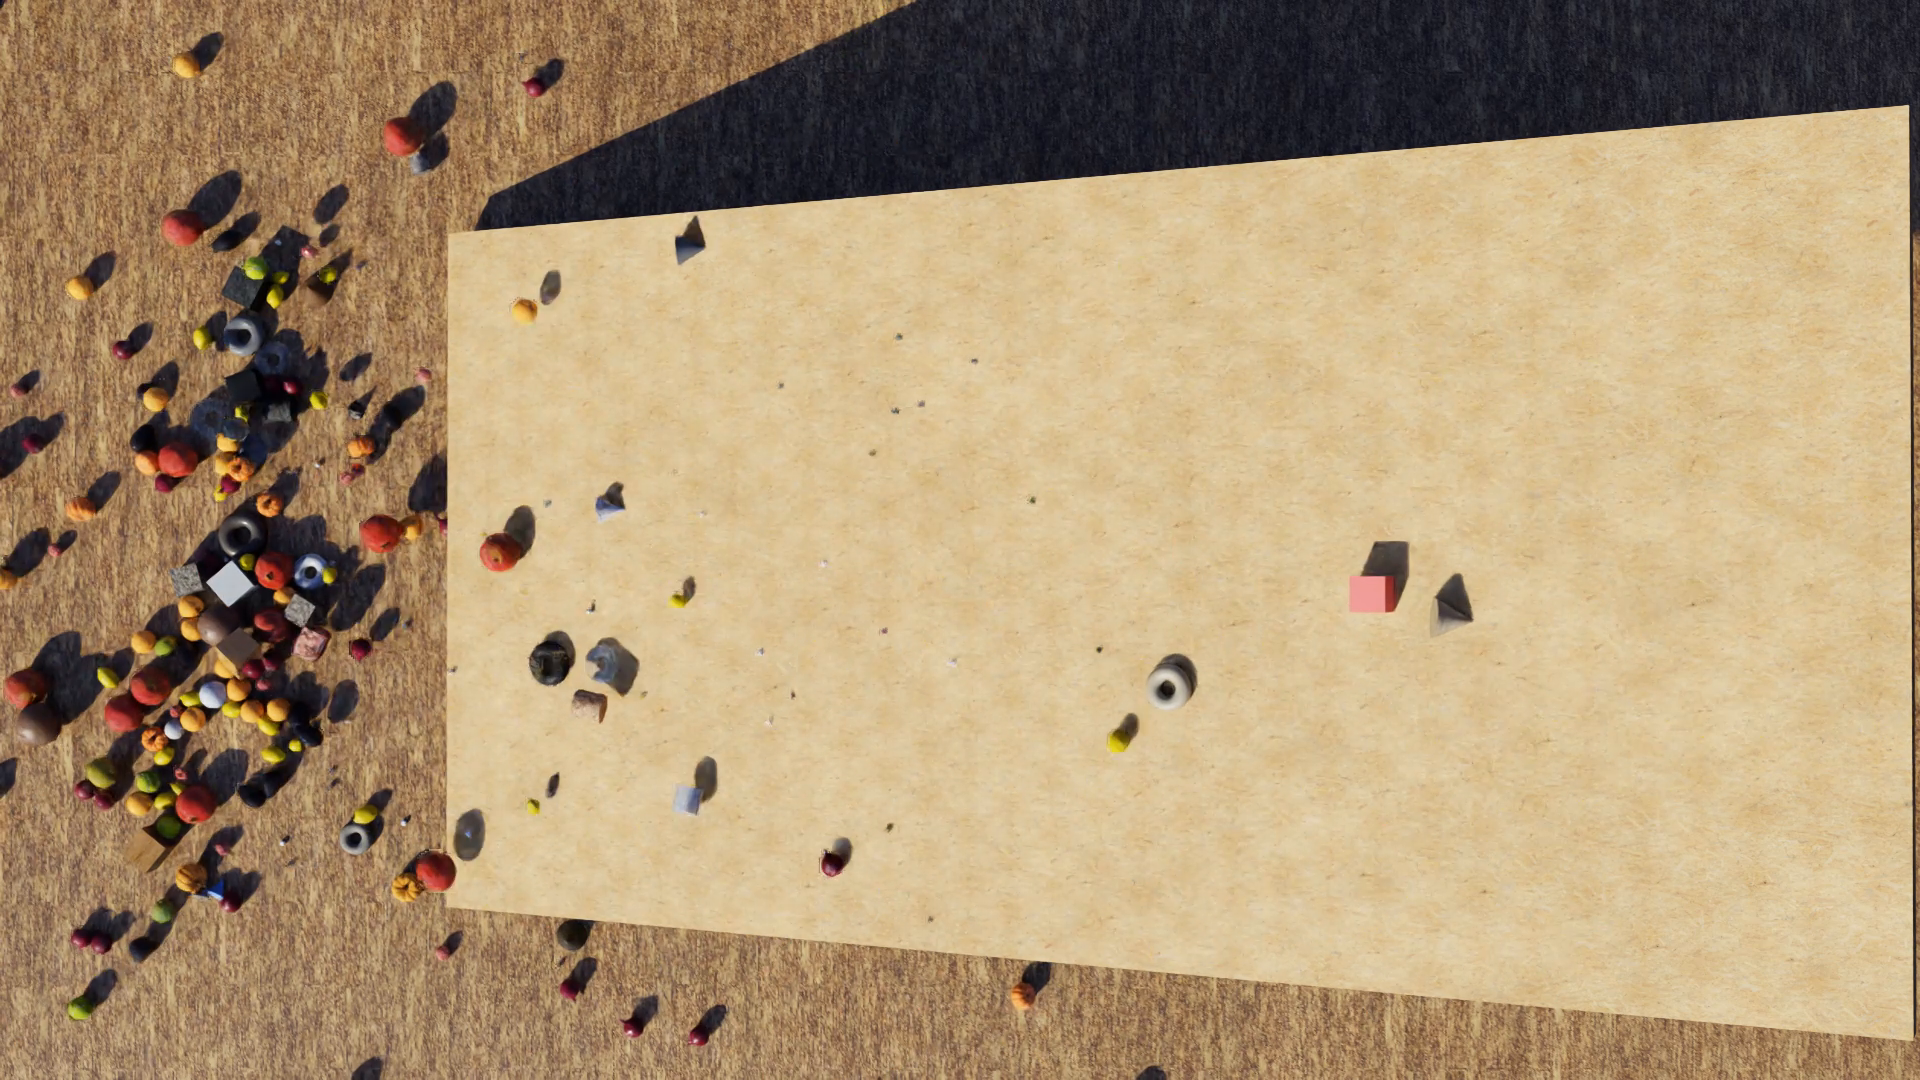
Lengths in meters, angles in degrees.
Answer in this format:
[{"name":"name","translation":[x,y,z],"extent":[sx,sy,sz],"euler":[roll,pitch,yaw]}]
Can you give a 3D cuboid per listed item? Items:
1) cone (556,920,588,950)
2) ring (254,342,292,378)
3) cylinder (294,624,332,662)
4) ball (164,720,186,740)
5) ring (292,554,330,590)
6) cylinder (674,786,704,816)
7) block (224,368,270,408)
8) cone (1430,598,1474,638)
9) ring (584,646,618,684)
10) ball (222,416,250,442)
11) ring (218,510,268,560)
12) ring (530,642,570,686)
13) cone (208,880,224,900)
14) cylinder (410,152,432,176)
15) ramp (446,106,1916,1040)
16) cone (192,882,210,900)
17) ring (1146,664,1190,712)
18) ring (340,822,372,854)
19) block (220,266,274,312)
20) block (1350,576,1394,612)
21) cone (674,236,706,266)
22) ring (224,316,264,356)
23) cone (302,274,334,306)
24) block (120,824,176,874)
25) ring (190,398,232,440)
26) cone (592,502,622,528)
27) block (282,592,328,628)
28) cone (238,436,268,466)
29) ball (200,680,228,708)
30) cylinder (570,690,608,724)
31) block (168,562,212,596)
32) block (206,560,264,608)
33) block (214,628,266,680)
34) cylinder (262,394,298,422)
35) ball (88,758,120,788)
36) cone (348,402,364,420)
[{"name":"cone","translation":[-1.166,1.188,6.563],"extent":[0.093,0.093,0.093],"euler":[0,89,0]},{"name":"ring","translation":[-2.064,-0.542,6.609],"extent":[0.112,0.037,0.112],"euler":[0,90,-1]},{"name":"cylinder","translation":[-1.922,0.304,6.526],"extent":[0.085,0.085,0.085],"euler":[27,95,0]},{"name":"ball","translation":[-2.352,0.567,6.586],"extent":[0.060,0.060,0.060],"euler":[0,89,0]},{"name":"ring","translation":[-1.948,0.096,6.602],"extent":[0.112,0.037,0.112],"euler":[0,88,0]},{"name":"cylinder","translation":[-0.750,0.719,6.066],"extent":[0.069,0.069,0.069],"euler":[12,77,0]},{"name":"block","translation":[-2.133,-0.456,6.583],"extent":[0.087,0.087,0.087],"euler":[-21,89,0]},{"name":"cone","translation":[1.153,0.186,5.128],"extent":[0.097,0.097,0.097],"euler":[4,89,1]},{"name":"ring","translation":[-1.020,0.353,6.250],"extent":[0.108,0.036,0.108],"euler":[-1,88,28]},{"name":"ball","translation":[-2.147,-0.328,6.517],"extent":[0.078,0.078,0.078],"euler":[0,89,0]},{"name":"ring","translation":[-2.151,-0.015,6.598],"extent":[0.148,0.049,0.148],"euler":[0,88,1]},{"name":"ring","translation":[-1.183,0.356,6.330],"extent":[0.131,0.044,0.131],"euler":[0,91,27]},{"name":"cone","translation":[-2.222,1.042,6.599],"extent":[0.054,0.054,0.054],"euler":[18,63,0]},{"name":"cylinder","translation":[-1.620,-1.129,6.607],"extent":[0.054,0.054,0.054],"euler":[-15,89,0]},{"name":"ramp","translation":[0.278,0.079,5.661],"extent":[4.000,0.100,2.000],"euler":[0,89,27]},{"name":"cone","translation":[-2.275,1.050,6.599],"extent":[0.051,0.051,0.051],"euler":[2,63,0]},{"name":"ring","translation":[0.517,0.368,5.456],"extent":[0.120,0.040,0.120],"euler":[-1,88,28]},{"name":"ring","translation":[-1.811,0.894,6.596],"extent":[0.101,0.034,0.101],"euler":[0,89,1]},{"name":"block","translation":[-2.134,-0.750,6.581],"extent":[0.097,0.097,0.097],"euler":[27,90,0]},{"name":"block","translation":[0.975,0.128,5.198],"extent":[0.085,0.085,0.085],"euler":[0,89,27]},{"name":"cone","translation":[-0.745,-0.811,6.120],"extent":[0.083,0.083,0.083],"euler":[-6,89,0]},{"name":"ring","translation":[-2.151,-0.614,6.608],"extent":[0.126,0.042,0.126],"euler":[0,88,0]},{"name":"cone","translation":[-1.938,-0.752,6.581],"extent":[0.098,0.098,0.098],"euler":[0,89,0]},{"name":"block","translation":[-2.421,0.922,6.564],"extent":[0.096,0.096,0.096],"euler":[39,90,0]},{"name":"ring","translation":[-2.249,-0.365,6.605],"extent":[0.126,0.042,0.126],"euler":[0,89,-1]},{"name":"cone","translation":[-0.986,-0.084,6.238],"extent":[0.078,0.078,0.078],"euler":[-19,89,25]},{"name":"block","translation":[-1.956,0.212,6.571],"extent":[0.079,0.079,0.079],"euler":[32,94,10]},{"name":"cone","translation":[-2.130,-0.266,6.579],"extent":[0.092,0.092,0.092],"euler":[0,89,0]},{"name":"ball","translation":[-2.232,0.462,6.576],"extent":[0.082,0.082,0.082],"euler":[0,89,0]},{"name":"cylinder","translation":[-1.040,0.467,6.170],"extent":[0.082,0.082,0.082],"euler":[11,89,5]},{"name":"block","translation":[-2.302,0.119,6.579],"extent":[0.082,0.082,0.082],"euler":[-16,89,0]},{"name":"block","translation":[-2.165,0.130,6.571],"extent":[0.099,0.099,0.099],"euler":[-41,90,0]},{"name":"block","translation":[-2.134,0.337,6.519],"extent":[0.092,0.092,0.092],"euler":[37,60,19]},{"name":"cylinder","translation":[-2.035,-0.395,6.586],"extent":[0.080,0.080,0.080],"euler":[1,89,0]},{"name":"ball","translation":[-2.558,0.694,6.569],"extent":[0.091,0.091,0.091],"euler":[0,89,0]},{"name":"cone","translation":[-1.820,-0.389,6.599],"extent":[0.053,0.053,0.053],"euler":[0,89,0]}]
